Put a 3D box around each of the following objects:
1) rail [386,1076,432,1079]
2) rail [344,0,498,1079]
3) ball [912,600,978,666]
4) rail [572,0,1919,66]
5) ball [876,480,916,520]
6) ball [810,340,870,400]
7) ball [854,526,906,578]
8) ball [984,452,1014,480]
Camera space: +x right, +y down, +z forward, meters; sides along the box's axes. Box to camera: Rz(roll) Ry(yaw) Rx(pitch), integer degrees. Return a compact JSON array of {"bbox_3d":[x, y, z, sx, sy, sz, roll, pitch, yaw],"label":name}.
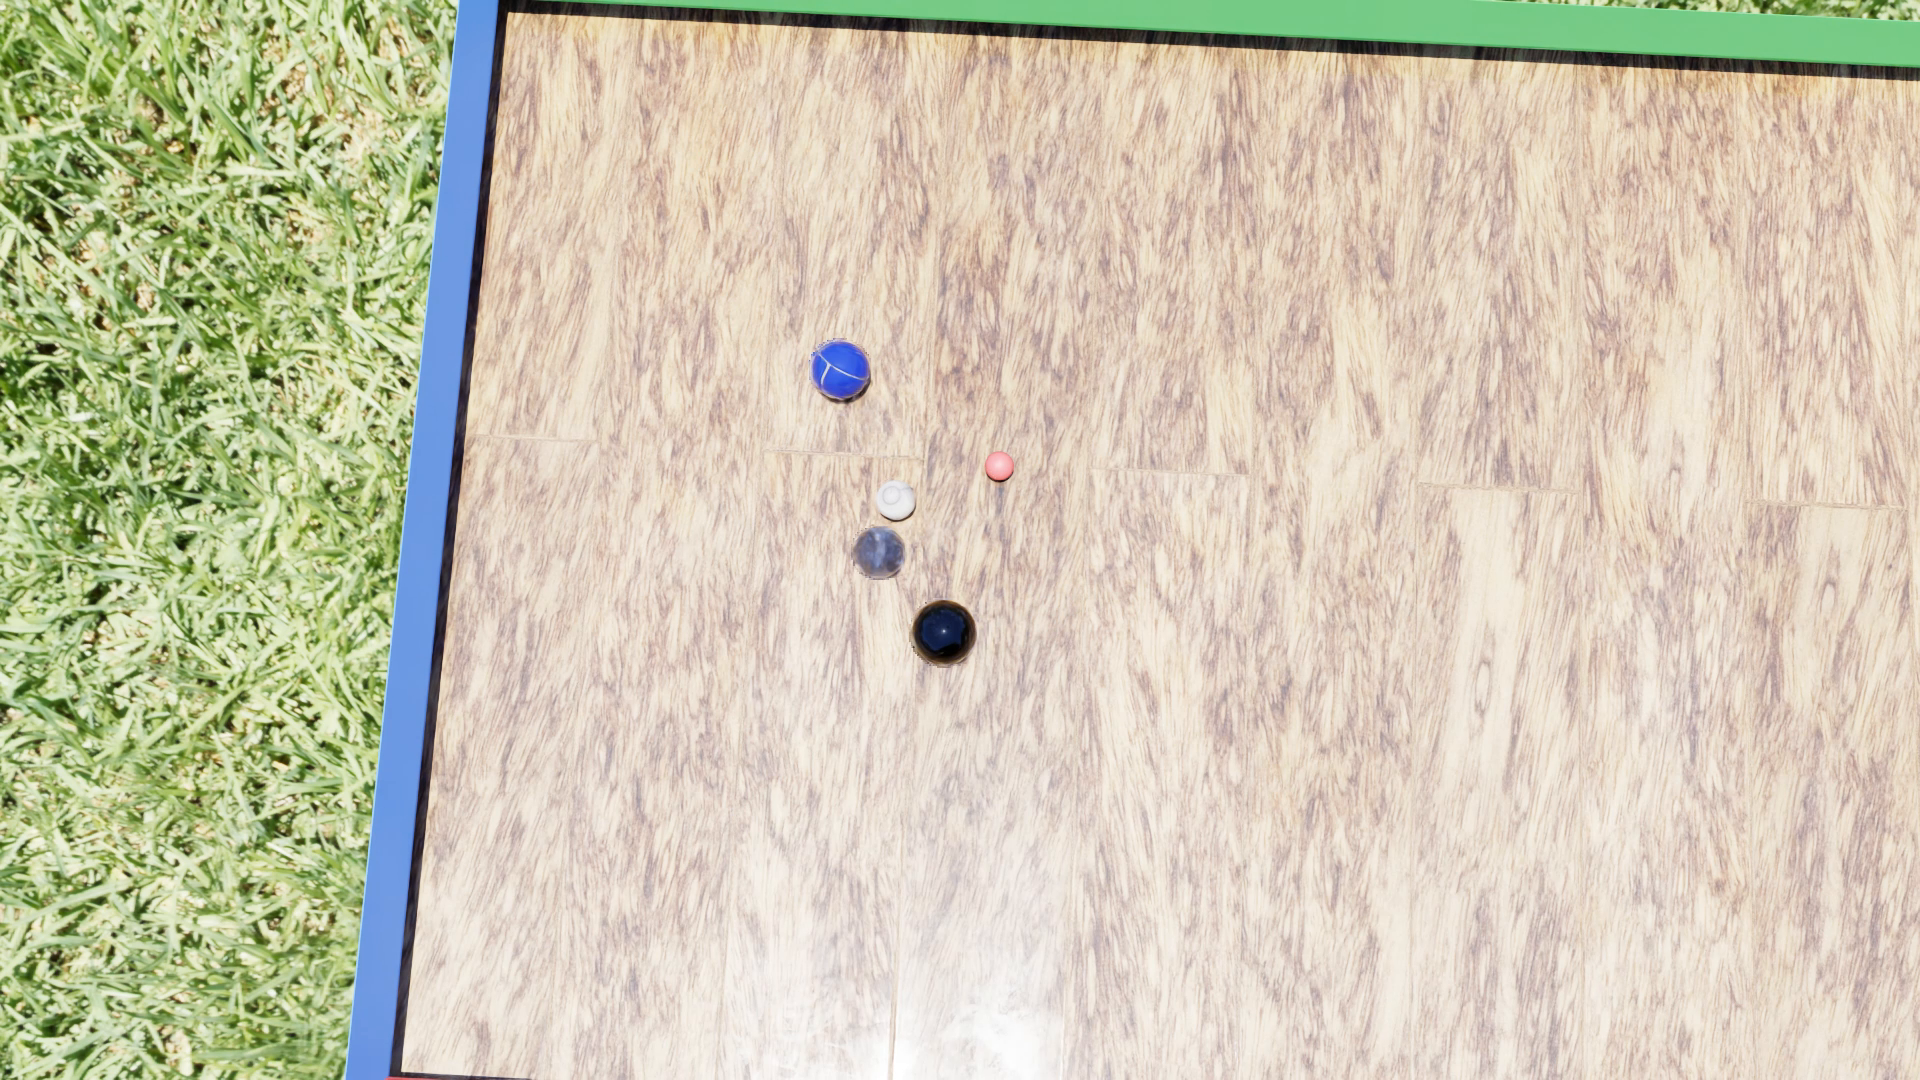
[{"bbox_3d":[0.768,0.863,3.094,3.253,0.127,0.045,3,78,1],"label":"rail"},{"bbox_3d":[-0.789,-0.046,3.281,0.045,0.127,1.739,3,78,1],"label":"rail"},{"bbox_3d":[-0.023,0.137,3.259,0.098,0.098,0.098,0,78,0],"label":"ball"},{"bbox_3d":[0.856,-0.792,3.435,3.253,0.127,0.045,3,78,1],"label":"rail"},{"bbox_3d":[-0.097,-0.060,3.319,0.060,0.060,0.060,0,78,0],"label":"ball"},{"bbox_3d":[-0.182,-0.259,3.345,0.089,0.089,0.089,0,78,0],"label":"ball"},{"bbox_3d":[-0.120,0.018,3.294,0.079,0.079,0.079,0,78,0],"label":"ball"},{"bbox_3d":[0.060,-0.112,3.338,0.044,0.044,0.044,0,78,0],"label":"ball"}]
